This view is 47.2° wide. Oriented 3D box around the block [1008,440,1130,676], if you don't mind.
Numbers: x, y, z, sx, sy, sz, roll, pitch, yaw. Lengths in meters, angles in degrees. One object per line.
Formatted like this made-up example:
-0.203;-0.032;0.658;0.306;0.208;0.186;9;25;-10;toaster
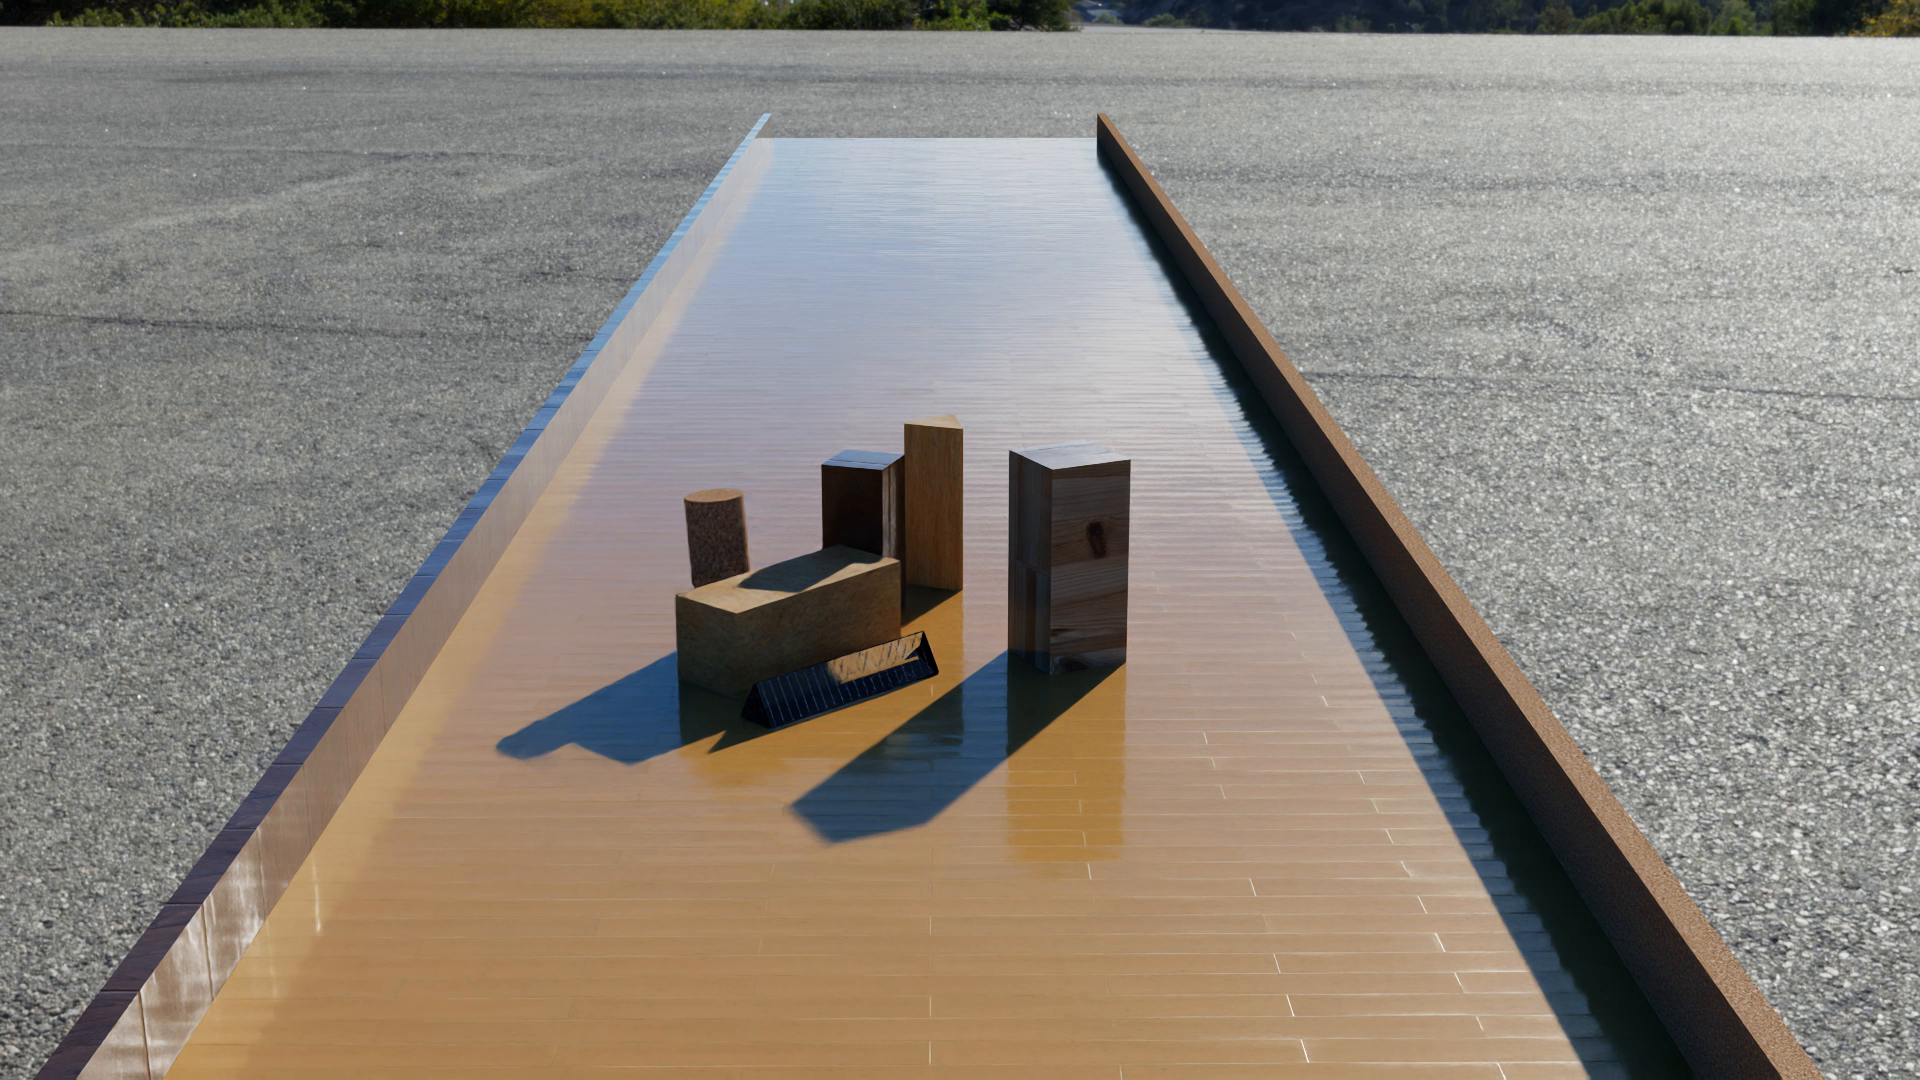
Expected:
0.215;0.032;4.382;0.176;0.419;0.176;-8;18;-26;block

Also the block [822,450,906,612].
-0.202;-0.006;4.651;0.135;0.340;0.135;5;17;18;block

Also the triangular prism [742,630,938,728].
-0.226;0.259;4.215;0.428;0.077;0.089;-16;23;-42;triangular prism

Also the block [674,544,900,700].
-0.337;0.157;4.392;0.174;0.174;0.453;14;22;40;block

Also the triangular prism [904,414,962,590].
-0.038;-0.088;4.878;0.135;0.367;0.117;6;18;20;triangular prism

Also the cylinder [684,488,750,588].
-0.488;0.057;4.489;0.120;0.303;0.120;-4;14;1;cylinder

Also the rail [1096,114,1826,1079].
0.932;-0.844;7.801;0.050;0.150;12.000;0;17;-1;rail

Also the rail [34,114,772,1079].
-1.118;-0.838;7.780;0.050;0.150;12.000;0;17;-1;rail
